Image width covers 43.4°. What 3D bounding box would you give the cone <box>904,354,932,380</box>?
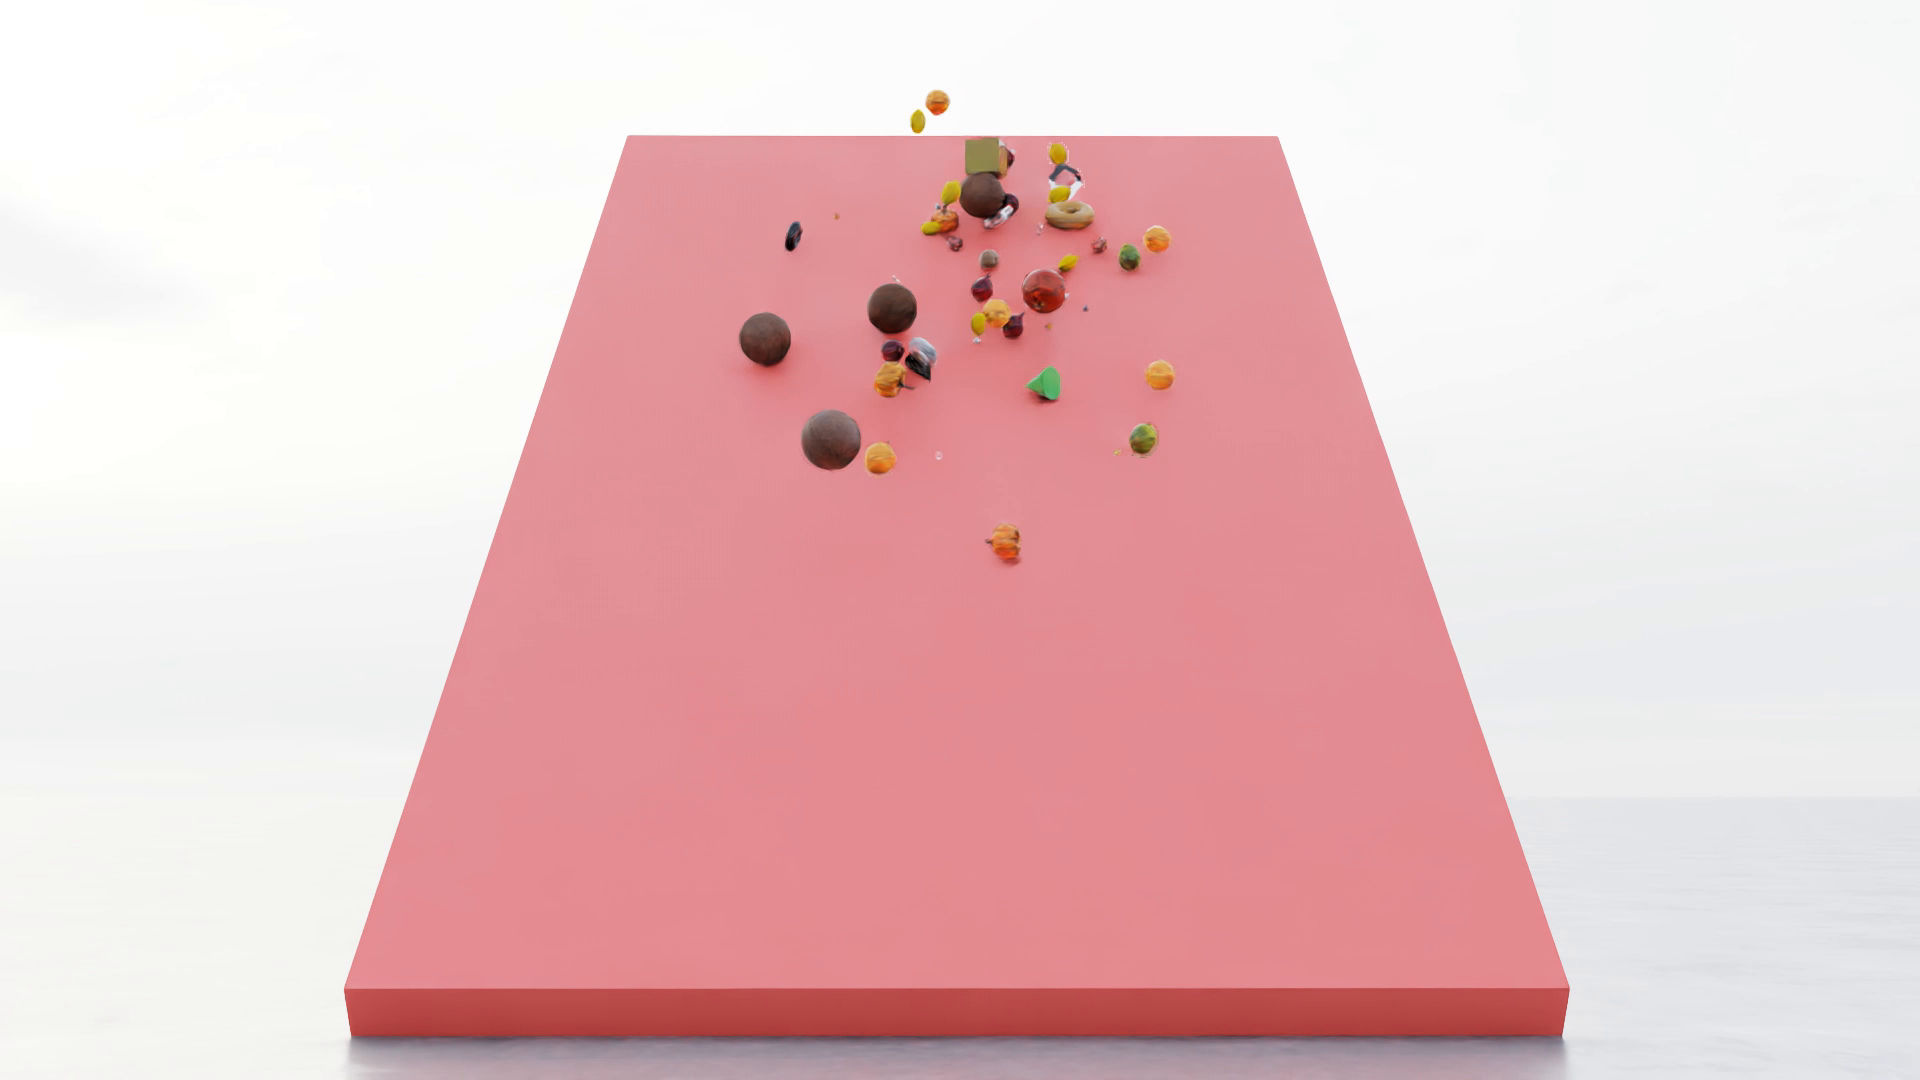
[{"bbox_3d":[-0.088,-0.418,5.918,0.075,0.075,0.075,-20,-29,-12],"label":"cone"}]

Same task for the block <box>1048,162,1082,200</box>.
[{"bbox_3d":[0.303,-1.033,6.936,0.064,0.064,0.064,31,-13,28],"label":"block"}]

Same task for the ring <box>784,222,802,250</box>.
[{"bbox_3d":[-0.455,-0.832,6.591,0.029,0.086,0.086,21,-4,5],"label":"ring"}]

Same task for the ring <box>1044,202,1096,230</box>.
[{"bbox_3d":[0.309,-0.914,6.779,0.142,0.047,0.142,0,29,0],"label":"ring"}]

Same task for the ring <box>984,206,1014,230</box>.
[{"bbox_3d":[0.108,-0.900,6.731,0.095,0.032,0.095,-33,6,4],"label":"ring"}]

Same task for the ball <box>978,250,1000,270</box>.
[{"bbox_3d":[0.078,-0.755,6.489,0.056,0.056,0.056,0,-6,0],"label":"ball"}]

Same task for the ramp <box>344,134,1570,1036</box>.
[{"bbox_3d":[-0.013,-0.213,5.692,2.000,0.100,4.000,0,30,0],"label":"ramp"}]

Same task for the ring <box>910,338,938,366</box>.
[{"bbox_3d":[-0.089,-0.457,5.854,0.027,0.081,0.081,-45,18,-27],"label":"ring"}]

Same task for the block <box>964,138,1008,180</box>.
[{"bbox_3d":[0.074,-1.074,6.794,0.096,0.096,0.096,-2,-5,15],"label":"block"}]

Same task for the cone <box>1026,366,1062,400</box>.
[{"bbox_3d":[0.188,-0.375,5.823,0.082,0.082,0.082,-4,-7,37],"label":"cone"}]
